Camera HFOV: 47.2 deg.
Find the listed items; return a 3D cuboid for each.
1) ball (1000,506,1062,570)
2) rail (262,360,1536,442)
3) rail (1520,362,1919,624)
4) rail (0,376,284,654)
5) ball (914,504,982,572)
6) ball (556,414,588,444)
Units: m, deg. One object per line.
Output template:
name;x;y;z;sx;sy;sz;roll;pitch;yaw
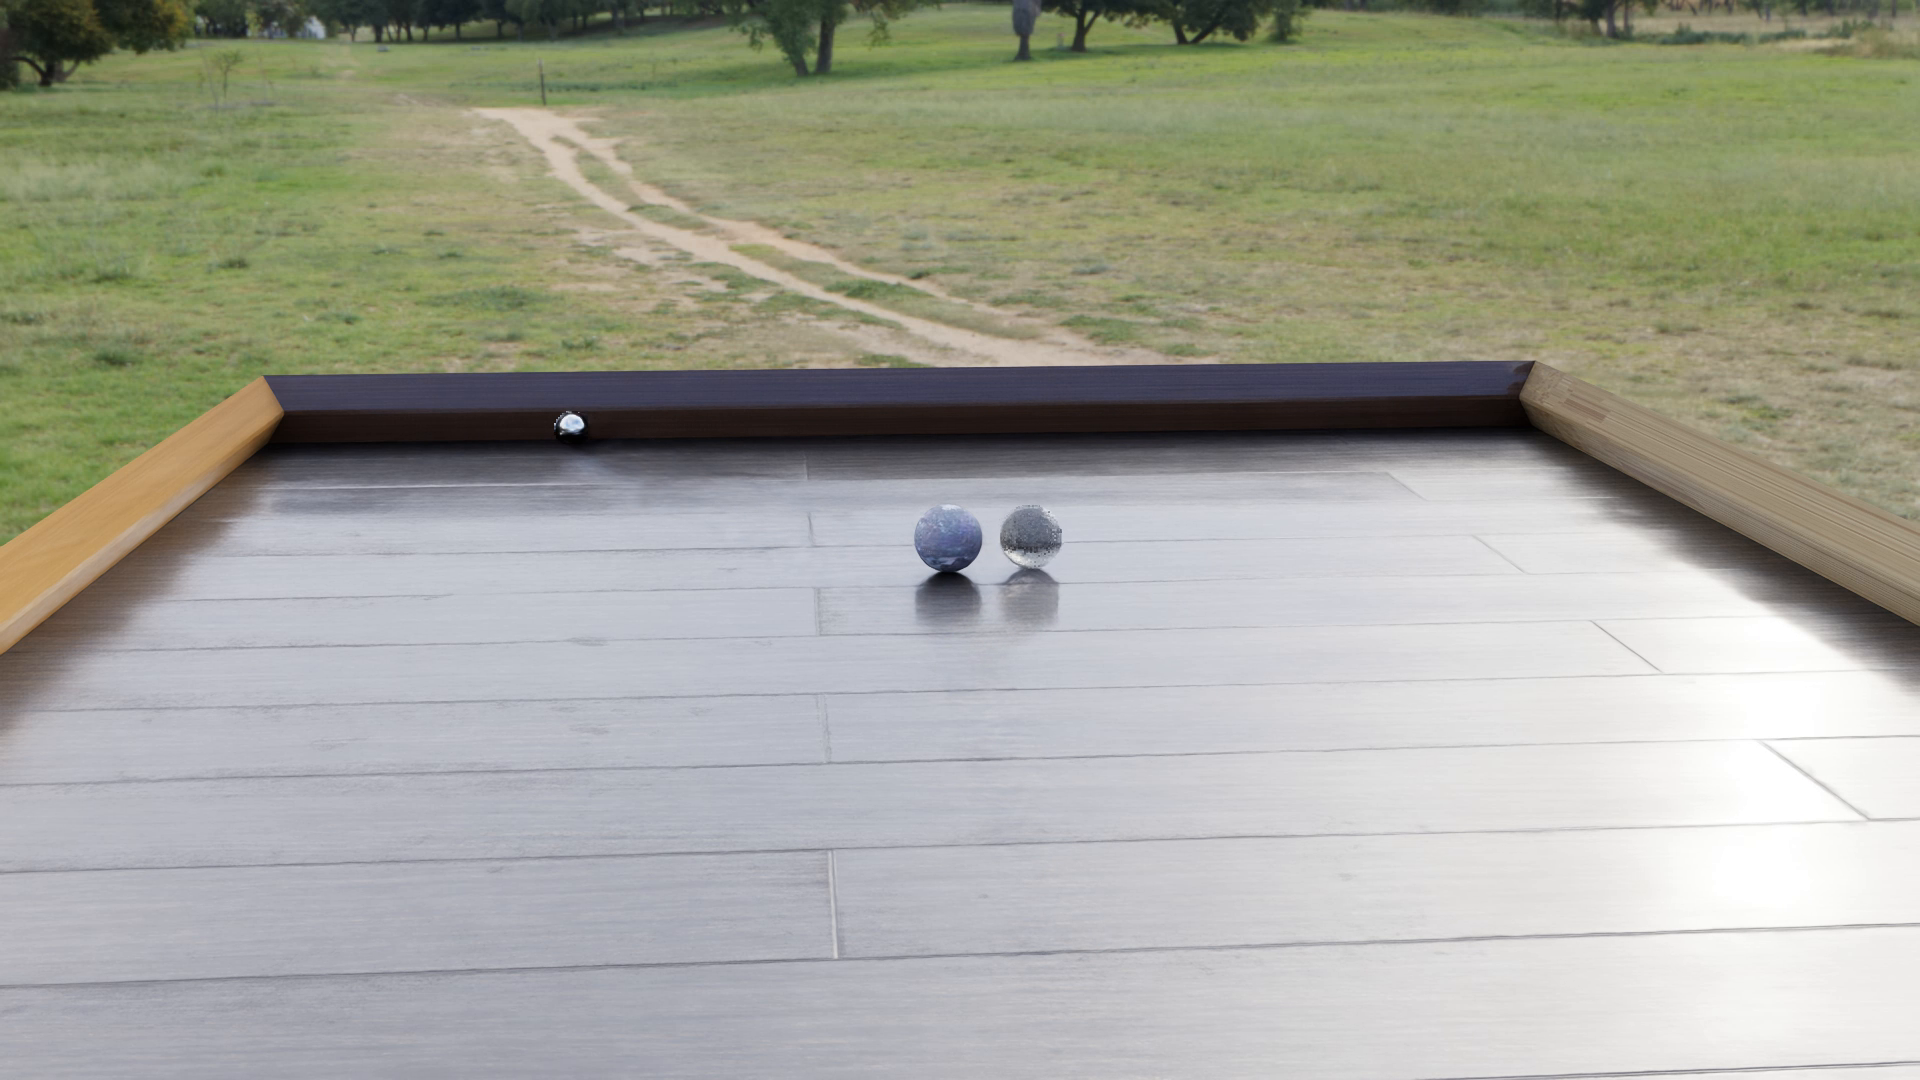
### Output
ball;0.101;-0.003;3.119;0.088;0.088;0.088;0;13;0
rail;-0.086;-0.259;4.146;2.412;0.125;0.045;-1;13;-4
rail;1.266;0.209;2.107;0.045;0.125;4.433;-1;13;-4
rail;-1.091;0.251;1.925;0.045;0.125;4.433;-1;13;-4
ball;-0.017;-0.003;3.099;0.097;0.097;0.097;0;13;0
ball;-0.717;-0.206;4.070;0.059;0.059;0.059;0;13;0
